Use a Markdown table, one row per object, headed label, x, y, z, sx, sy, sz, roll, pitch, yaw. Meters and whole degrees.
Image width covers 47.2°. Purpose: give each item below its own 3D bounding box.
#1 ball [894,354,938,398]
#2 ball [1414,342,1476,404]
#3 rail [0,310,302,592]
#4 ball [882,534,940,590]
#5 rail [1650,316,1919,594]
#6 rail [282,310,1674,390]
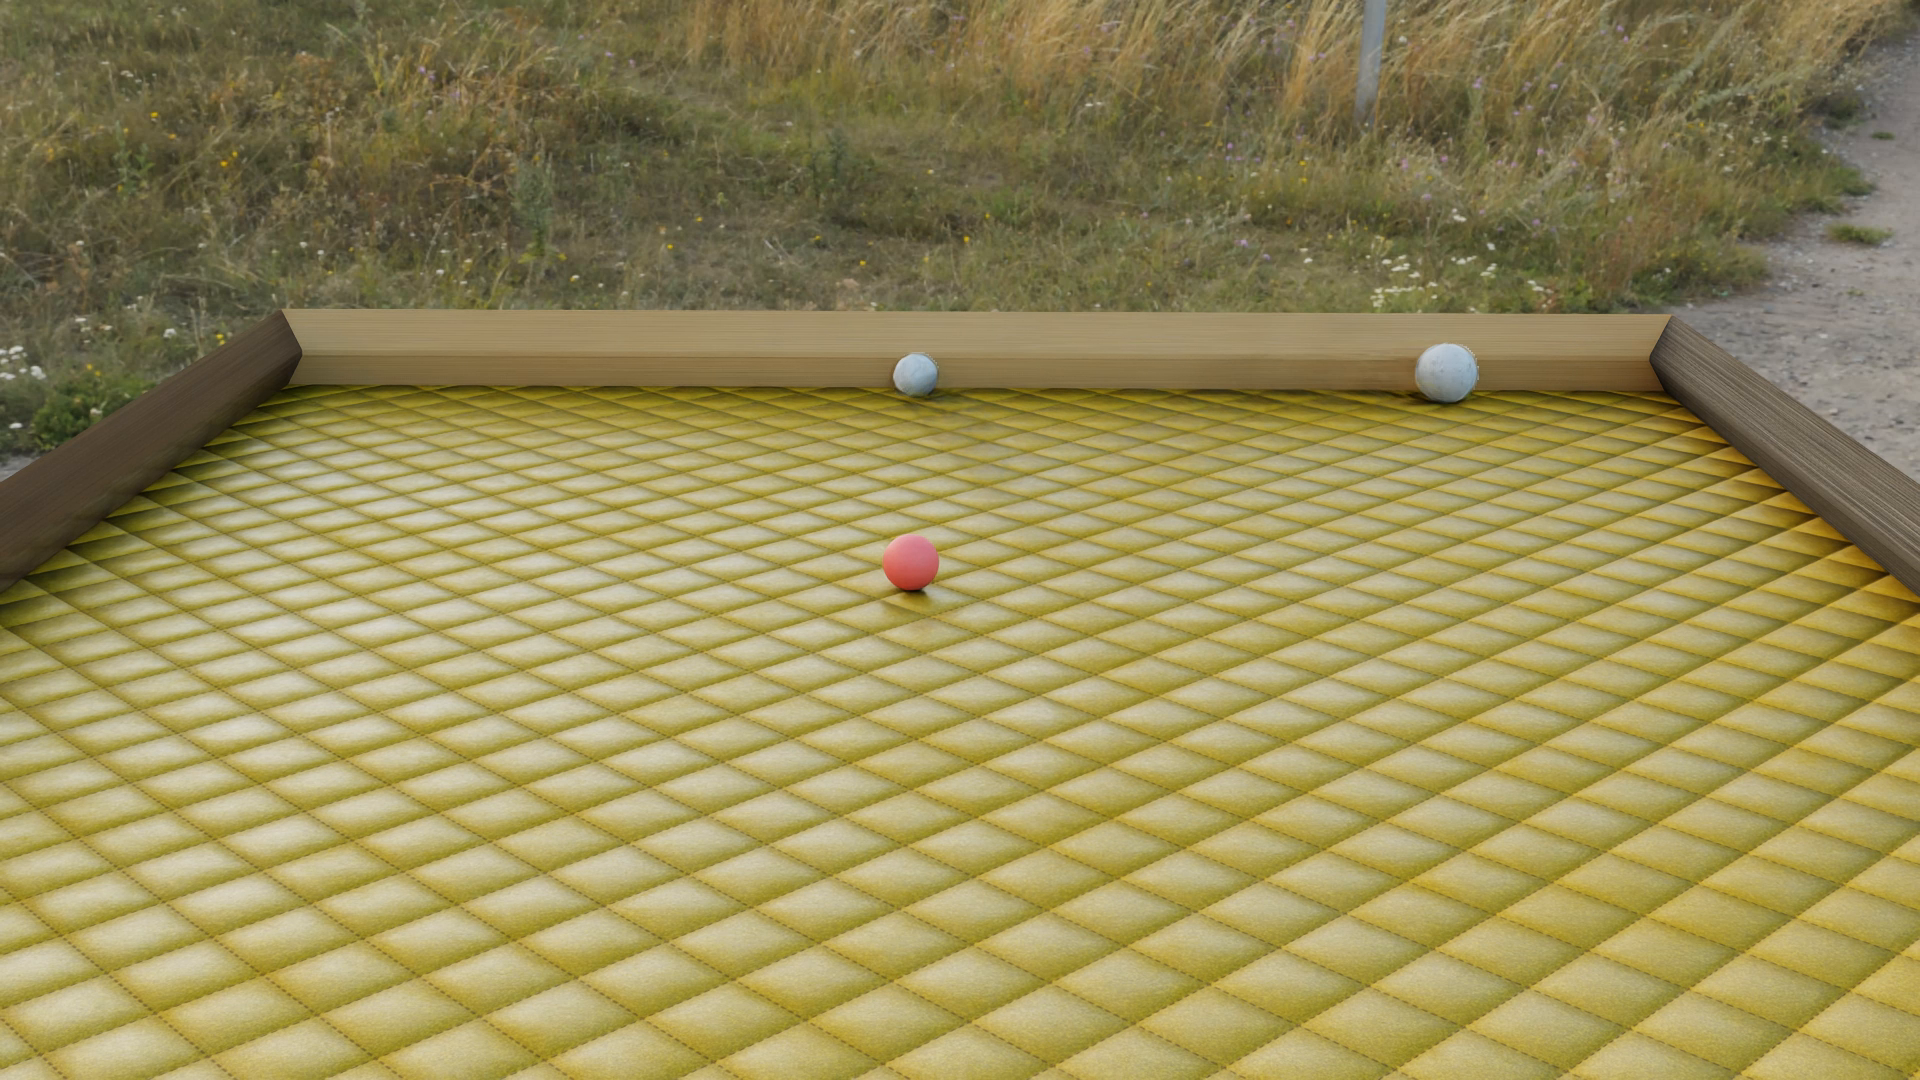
| label | x | y | z | sx | sy | sz | roll | pitch | yaw |
| --- | --- | --- | --- | --- | --- | --- | --- | --- | --- |
| ball | -0.073 | -0.270 | 3.613 | 0.072 | 0.072 | 0.072 | 0 | 17 | 0 |
| ball | 0.789 | -0.271 | 3.571 | 0.098 | 0.098 | 0.098 | 0 | 17 | 0 |
| rail | -1.153 | 0.255 | 1.821 | 0.045 | 0.127 | 3.921 | 0 | 17 | 1 |
| ball | -0.059 | 0.027 | 2.660 | 0.069 | 0.069 | 0.069 | 0 | 17 | 0 |
| rail | 1.113 | 0.268 | 1.776 | 0.045 | 0.127 | 3.921 | 0 | 17 | 1 |
| rail | 0.020 | -0.311 | 3.649 | 2.314 | 0.127 | 0.045 | 0 | 17 | 1 |
